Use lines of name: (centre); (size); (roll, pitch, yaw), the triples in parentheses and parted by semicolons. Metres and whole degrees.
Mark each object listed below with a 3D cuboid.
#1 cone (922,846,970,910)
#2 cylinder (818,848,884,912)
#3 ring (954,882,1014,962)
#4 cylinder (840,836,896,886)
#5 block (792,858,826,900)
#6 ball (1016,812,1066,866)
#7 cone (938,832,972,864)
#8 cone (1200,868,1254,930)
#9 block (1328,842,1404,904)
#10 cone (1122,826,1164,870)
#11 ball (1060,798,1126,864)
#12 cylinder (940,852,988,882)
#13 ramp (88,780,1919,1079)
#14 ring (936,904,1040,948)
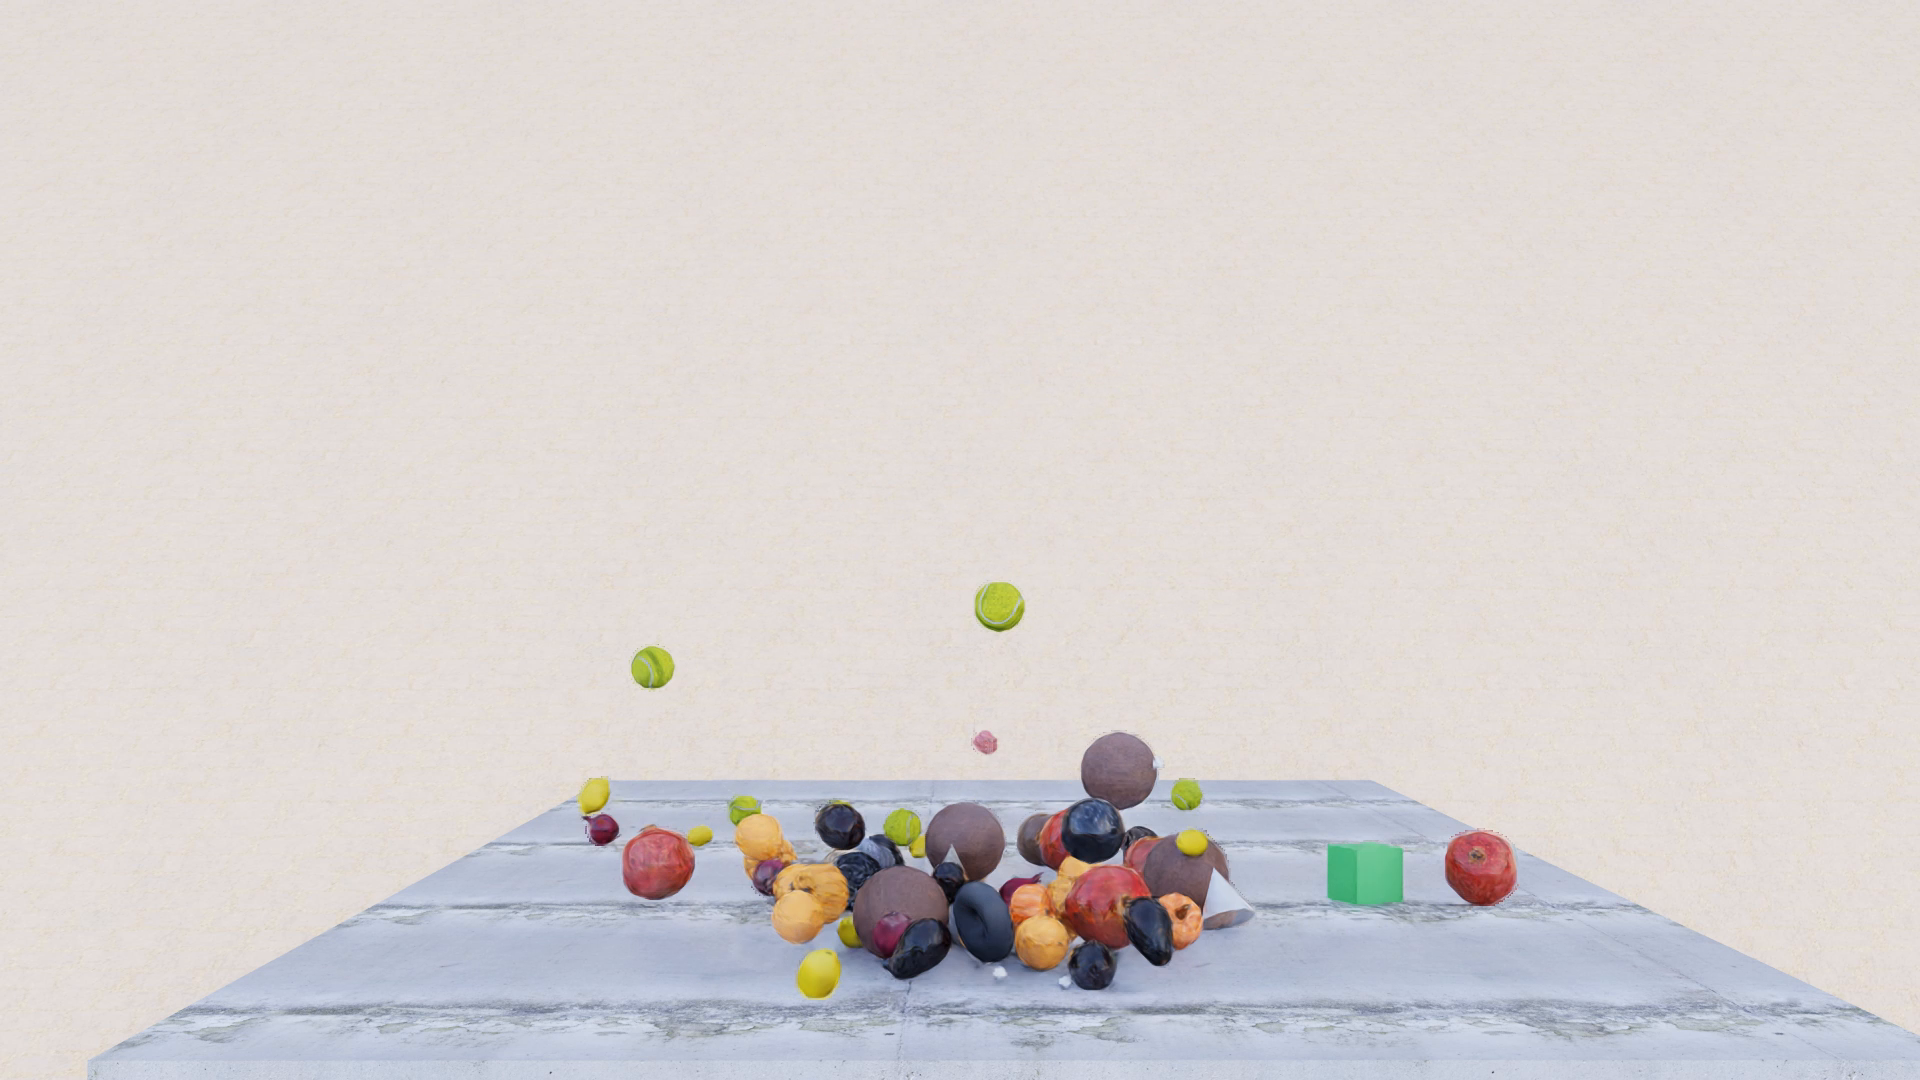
cone: (-0.012, 0.529, 4.095); (0.096, 0.096, 0.096); (0, -1, 0)
cylinder: (-0.171, 0.530, 4.056); (0.091, 0.091, 0.091); (-8, 0, -12)
ring: (0.030, 0.486, 3.302); (0.036, 0.108, 0.108); (-17, 36, -31)
cylinder: (-0.155, 0.533, 4.267); (0.077, 0.077, 0.077); (-6, 72, 18)
block: (-0.239, 0.550, 4.213); (0.058, 0.058, 0.058); (0, -1, -14)
ball: (0.149, 0.540, 4.679); (0.096, 0.096, 0.096); (0, 33, 0)
cone: (-0.007, 0.508, 4.286); (0.054, 0.054, 0.054); (-3, 33, 6)
cone: (0.380, 0.515, 3.785); (0.082, 0.082, 0.082); (-7, 63, -11)
block: (0.650, 0.535, 4.160); (0.087, 0.087, 0.087); (0, -1, -23)
cone: (0.311, 0.568, 4.657); (0.083, 0.083, 0.083); (11, 58, -18)
ball: (0.195, 0.426, 3.802); (0.096, 0.096, 0.096); (0, 33, 0)
cylinder: (0.006, 0.552, 4.325); (0.059, 0.059, 0.059); (23, 11, 31)
ramp: (0.073, 0.639, 4.751); (2.000, 0.100, 4.000); (0, -1, 0)
ring: (0.041, 0.541, 3.646); (0.146, 0.049, 0.146); (2, 1, 0)
